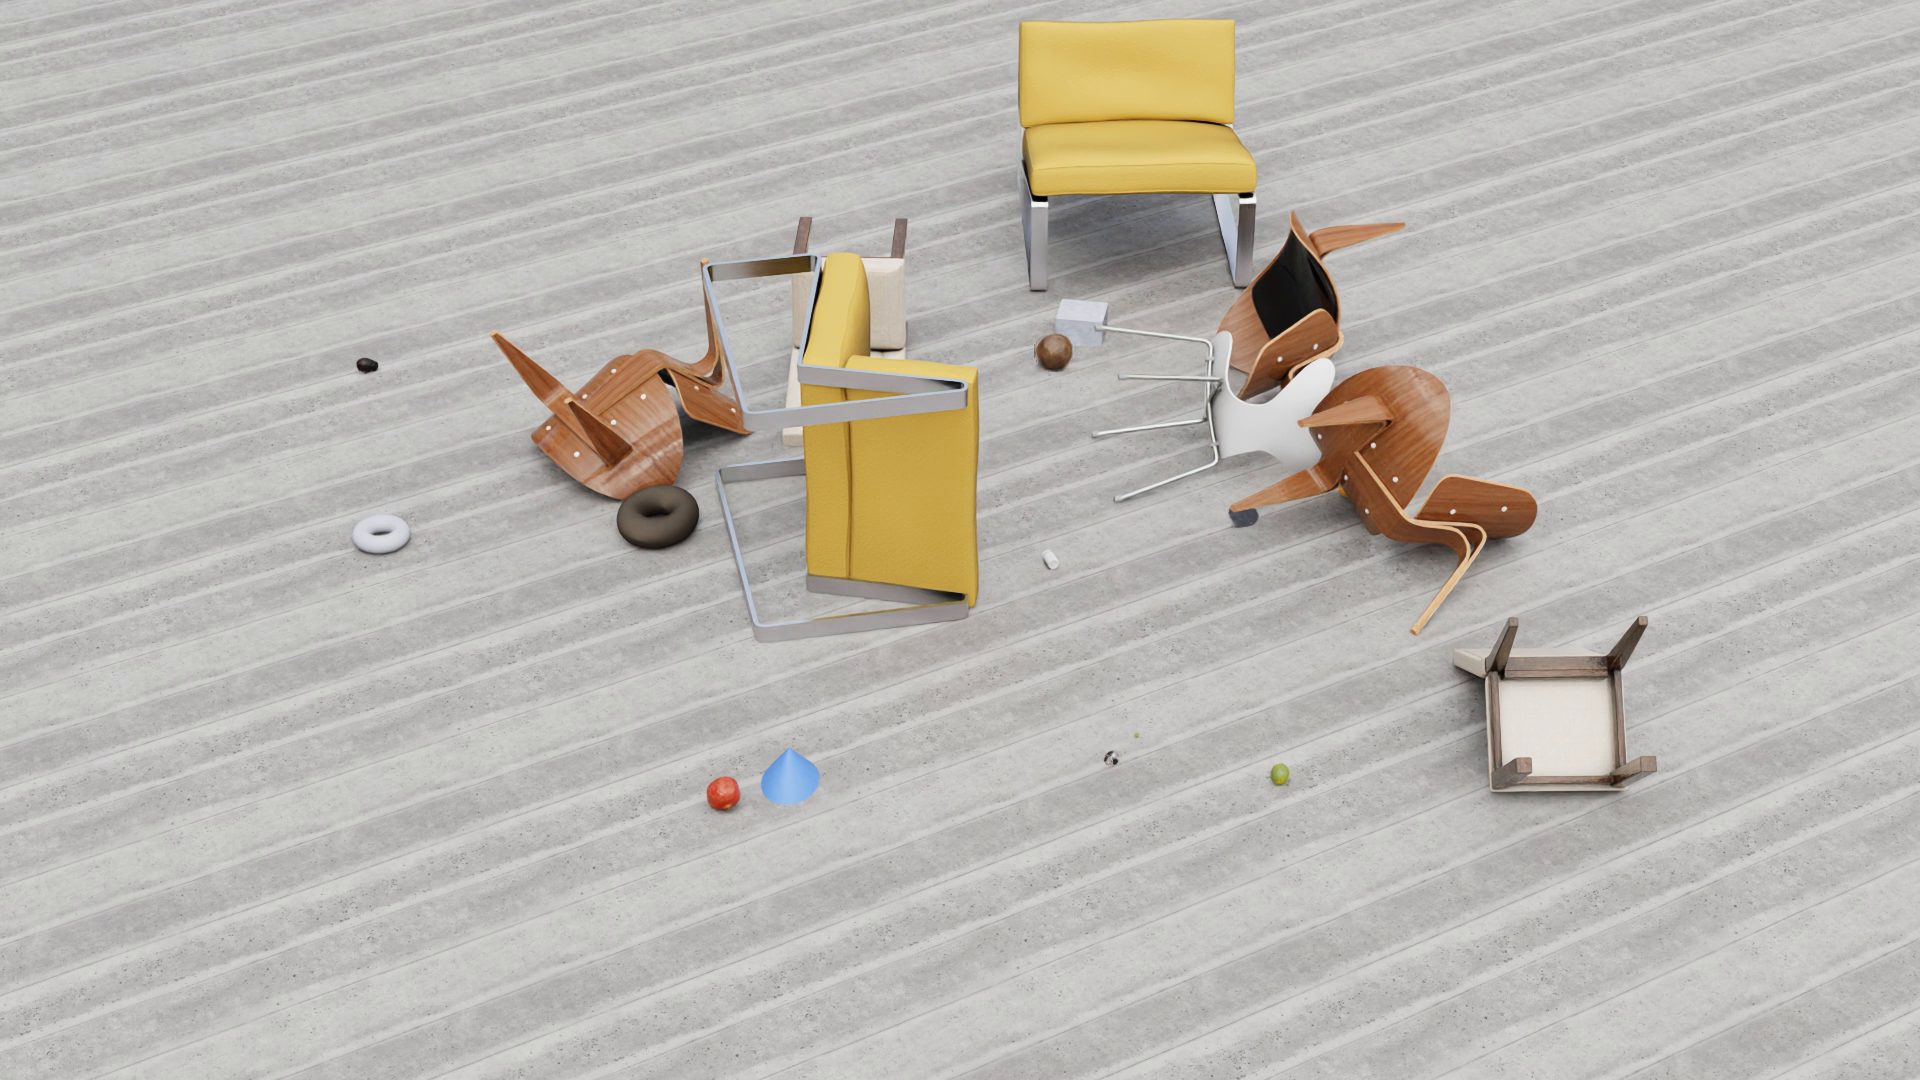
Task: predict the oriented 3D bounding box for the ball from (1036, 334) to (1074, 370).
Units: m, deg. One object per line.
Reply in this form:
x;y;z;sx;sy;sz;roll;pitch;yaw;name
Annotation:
0.387;-0.771;11.980;0.149;0.149;0.149;0;33;0;ball

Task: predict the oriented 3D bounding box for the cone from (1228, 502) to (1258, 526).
1.053;-0.101;11.057;0.120;0.094;0.093;21;-2;-15;cone

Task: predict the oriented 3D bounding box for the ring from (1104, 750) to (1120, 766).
0.507;0.730;9.790;0.049;0.055;0.039;35;31;19;ring

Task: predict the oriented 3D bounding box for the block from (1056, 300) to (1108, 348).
0.507;-0.901;12.202;0.195;0.121;0.170;6;34;9;block

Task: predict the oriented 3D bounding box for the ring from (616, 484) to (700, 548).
-1.131;-0.089;10.978;0.301;0.114;0.347;12;36;15;ring

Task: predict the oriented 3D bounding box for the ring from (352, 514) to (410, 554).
-2.156;-0.022;10.919;0.217;0.066;0.217;29;42;35;ring

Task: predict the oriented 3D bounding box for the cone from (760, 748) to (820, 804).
-0.563;0.740;9.693;0.193;0.140;0.257;4;34;7;cone
